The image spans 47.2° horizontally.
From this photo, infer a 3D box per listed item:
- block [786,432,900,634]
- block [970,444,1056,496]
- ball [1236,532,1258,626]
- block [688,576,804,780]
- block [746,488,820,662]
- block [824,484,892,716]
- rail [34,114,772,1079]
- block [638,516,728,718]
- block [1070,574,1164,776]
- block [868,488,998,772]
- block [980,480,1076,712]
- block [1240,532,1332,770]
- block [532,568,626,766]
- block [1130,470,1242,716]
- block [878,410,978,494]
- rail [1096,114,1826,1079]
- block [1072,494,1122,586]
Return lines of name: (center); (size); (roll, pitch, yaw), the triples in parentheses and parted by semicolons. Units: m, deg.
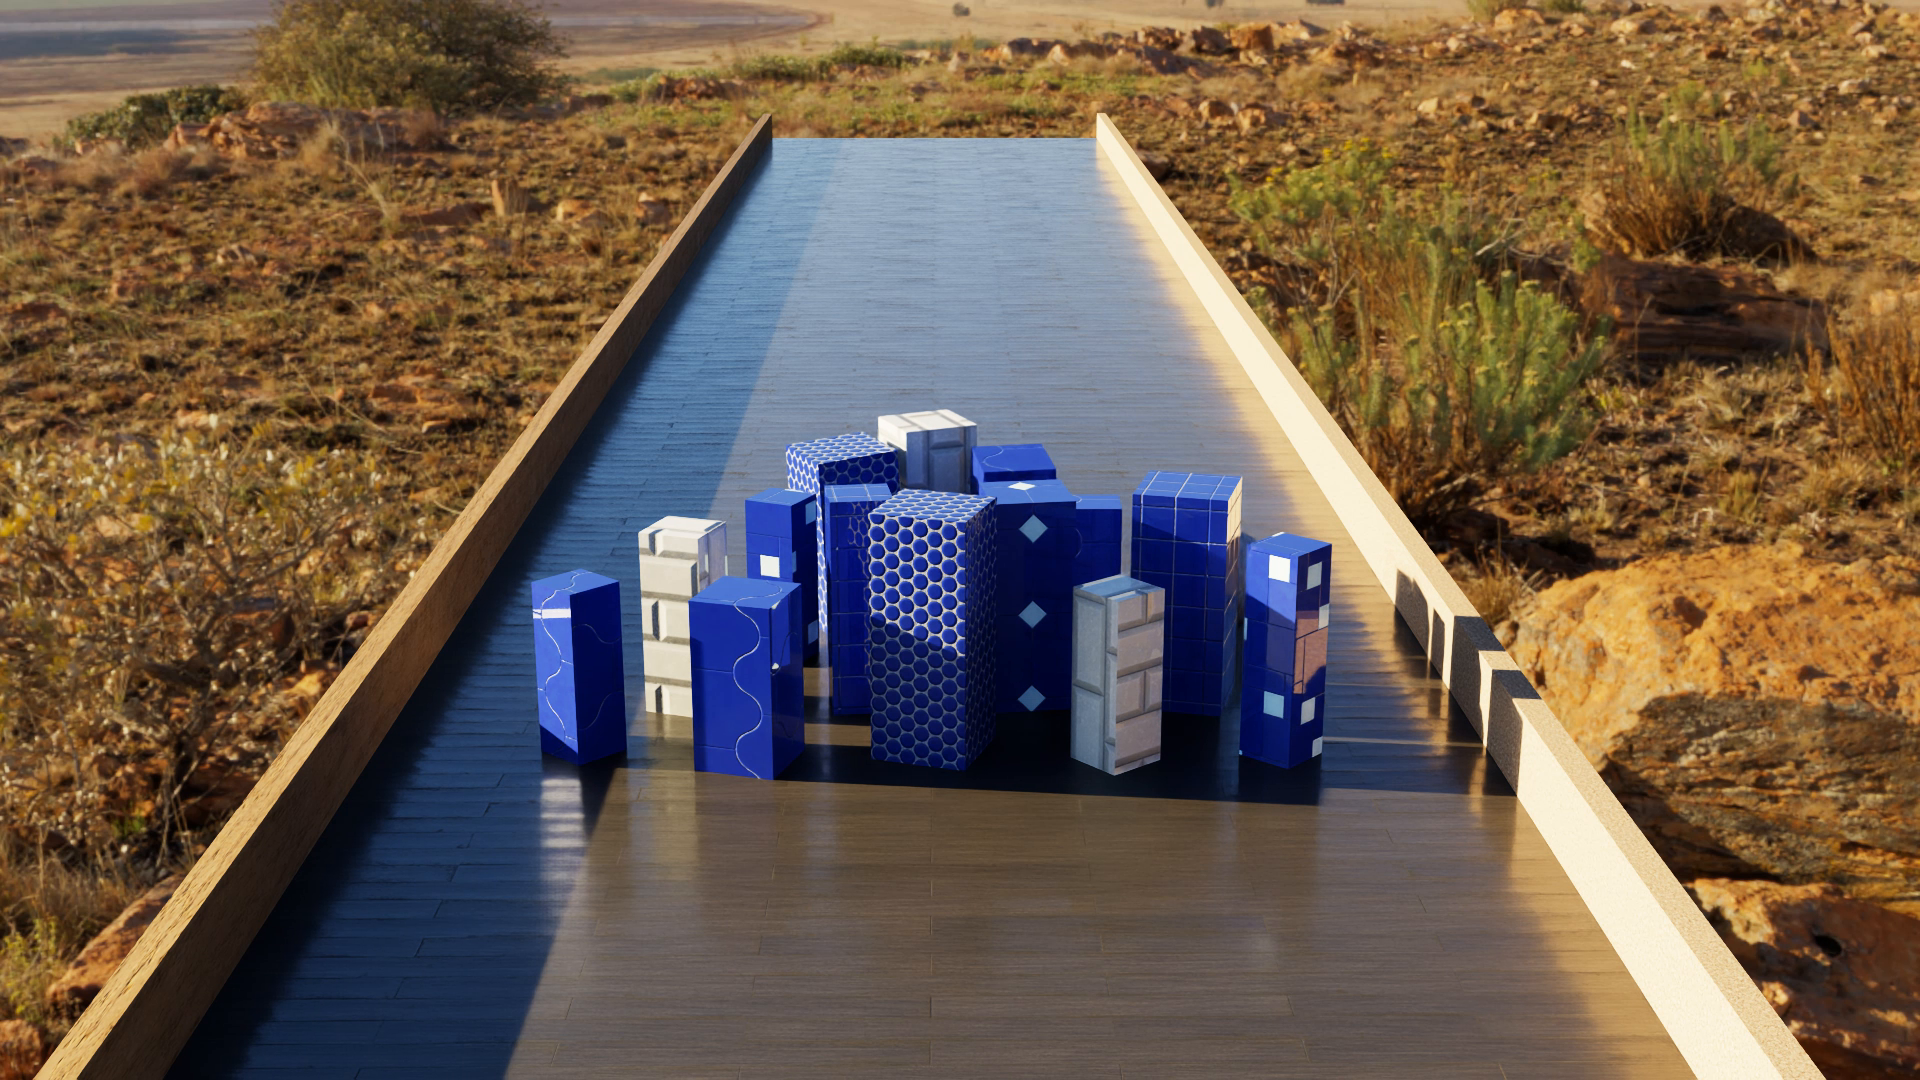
block: (-0.237, -0.015, 4.610); (0.176, 0.371, 0.176); (-11, 20, -24)
block: (0.106, -0.003, 4.582); (0.149, 0.359, 0.149); (-3, 23, -9)
ball: (0.563, 0.081, 4.605); (0.200, 0.200, 0.200); (0, 17, 0)
block: (-0.373, 0.241, 3.868); (0.149, 0.313, 0.149); (5, 17, 17)
block: (-0.354, 0.074, 4.395); (0.103, 0.333, 0.103); (8, 18, 24)
block: (-0.187, 0.111, 4.126); (0.117, 0.414, 0.117); (-2, 17, -8)
rail: (-1.118, -0.838, 7.780); (0.050, 0.150, 12.000); (0, 17, -1)
block: (-0.514, 0.144, 4.128); (0.120, 0.351, 0.120); (6, 18, 19)
block: (0.276, 0.236, 3.873); (0.113, 0.319, 0.113); (-14, 21, -38)
block: (-0.046, 0.157, 3.904); (0.176, 0.454, 0.176); (6, 17, 18)
block: (0.125, 0.105, 4.159); (0.156, 0.407, 0.156); (-2, 17, -8)
block: (0.574, 0.195, 3.885); (0.105, 0.392, 0.105); (15, 22, 40)
block: (-0.677, 0.225, 3.913); (0.109, 0.317, 0.109); (15, 22, 41)
block: (0.425, 0.099, 4.160); (0.177, 0.419, 0.177); (4, 17, 14)
block: (-0.067, -0.058, 4.709); (0.160, 0.404, 0.160); (-7, 17, -22)
rail: (0.932, -0.844, 7.801); (0.050, 0.150, 12.000); (0, 17, -1)
block: (0.266, 0.079, 4.396); (0.103, 0.322, 0.103); (0, 17, 0)
